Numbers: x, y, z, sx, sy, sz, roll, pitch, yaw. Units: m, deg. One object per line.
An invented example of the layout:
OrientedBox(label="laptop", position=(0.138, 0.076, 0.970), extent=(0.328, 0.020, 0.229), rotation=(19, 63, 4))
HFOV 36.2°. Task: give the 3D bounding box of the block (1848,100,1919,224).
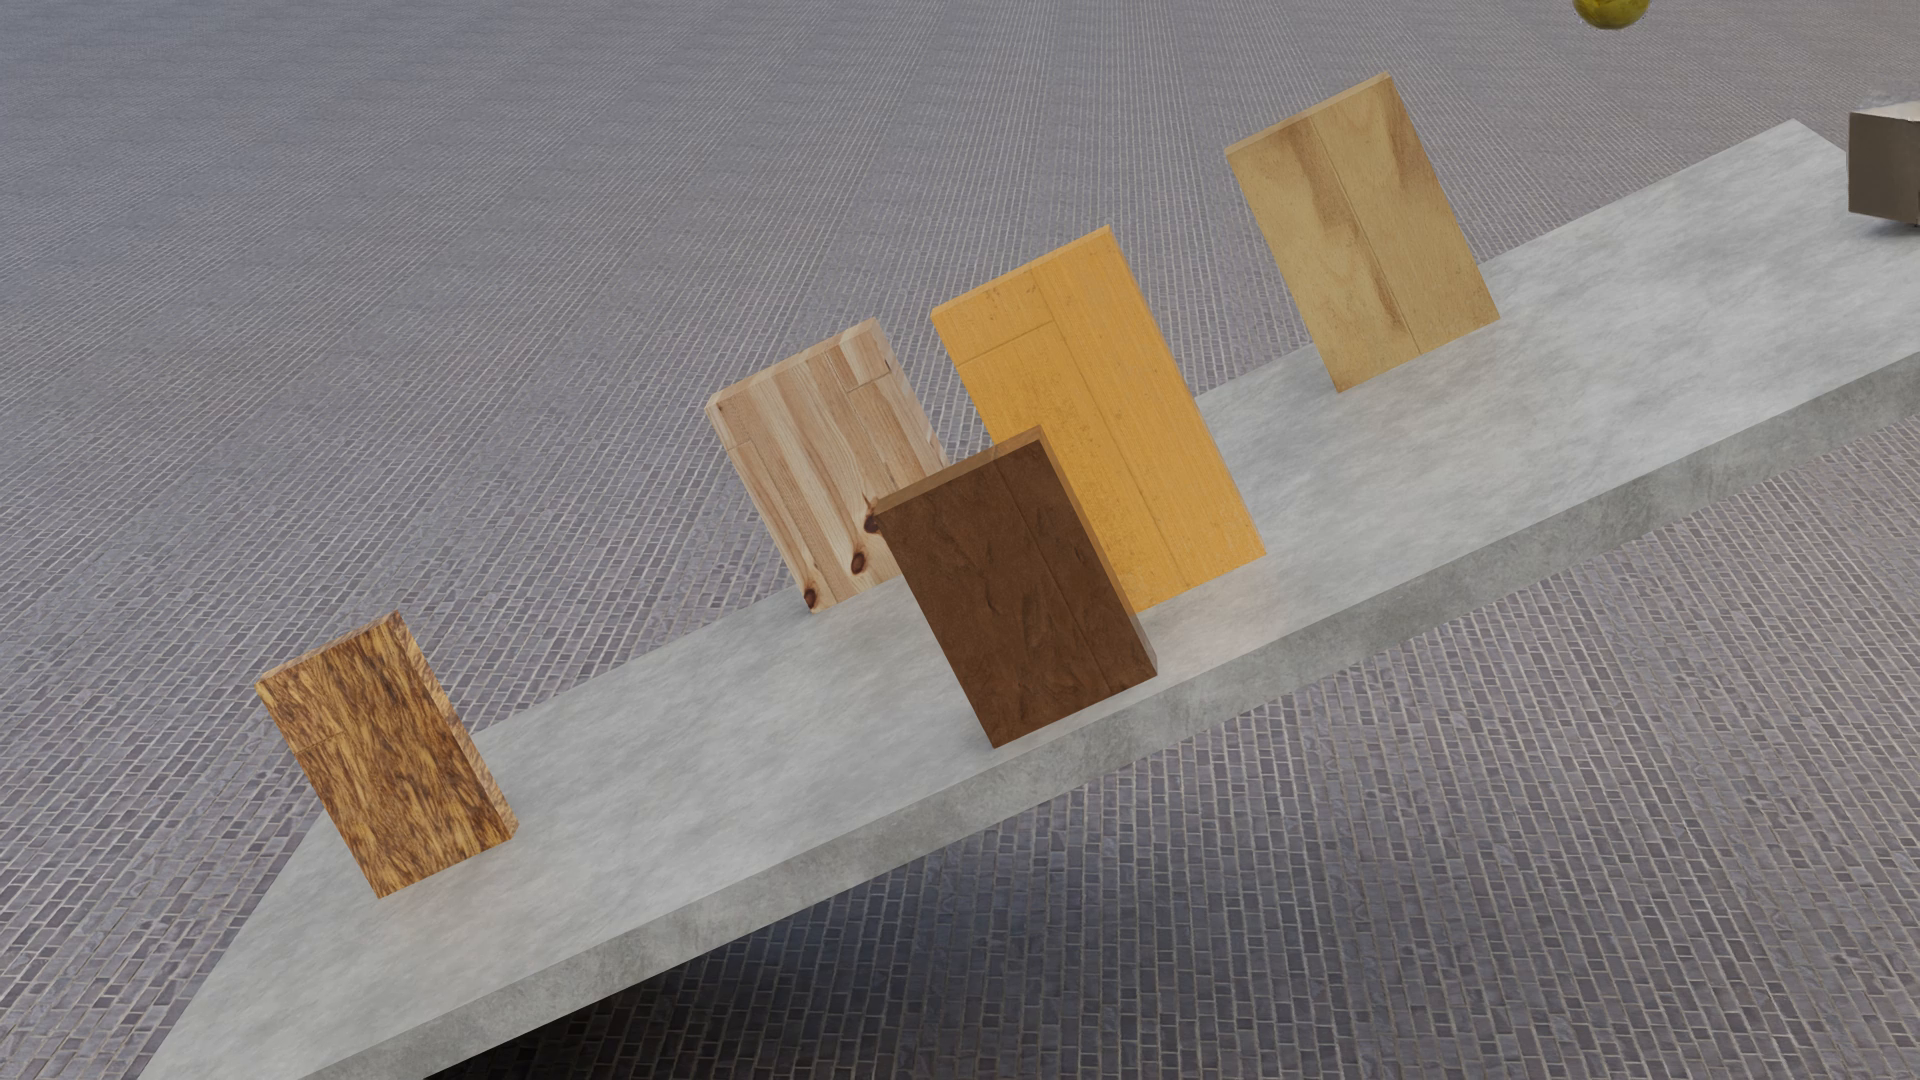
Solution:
OrientedBox(label="block", position=(1.862, -0.732, 5.682), extent=(0.196, 0.196, 0.196), rotation=(-11, 17, -22))

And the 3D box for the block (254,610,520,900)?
OrientedBox(label="block", position=(-1.247, 0.470, 6.412), extent=(0.338, 0.551, 0.083), rotation=(-25, 14, 10))

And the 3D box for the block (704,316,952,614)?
OrientedBox(label="block", position=(-0.273, -0.174, 6.932), extent=(0.435, 0.556, 0.147), rotation=(-25, 14, 10))

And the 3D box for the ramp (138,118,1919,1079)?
OrientedBox(label="ramp", position=(0.138, 0.168, 6.281), extent=(4.000, 0.100, 2.000), rotation=(-25, 14, 10))

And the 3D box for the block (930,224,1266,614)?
OrientedBox(label="block", position=(0.271, -0.209, 5.698), extent=(0.378, 0.705, 0.081), rotation=(-25, 14, 10))

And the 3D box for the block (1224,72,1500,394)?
OrientedBox(label="block", position=(0.889, -0.678, 6.500), extent=(0.392, 0.592, 0.101), rotation=(-25, 14, 10))

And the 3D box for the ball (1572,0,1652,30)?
OrientedBox(label="ball", position=(1.369, -1.156, 6.178), extent=(0.170, 0.170, 0.170), rotation=(0, 16, 0))

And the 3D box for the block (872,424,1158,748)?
OrientedBox(label="block", position=(0.104, 0.087, 5.372), extent=(0.332, 0.493, 0.111), rotation=(-25, 14, 10))
